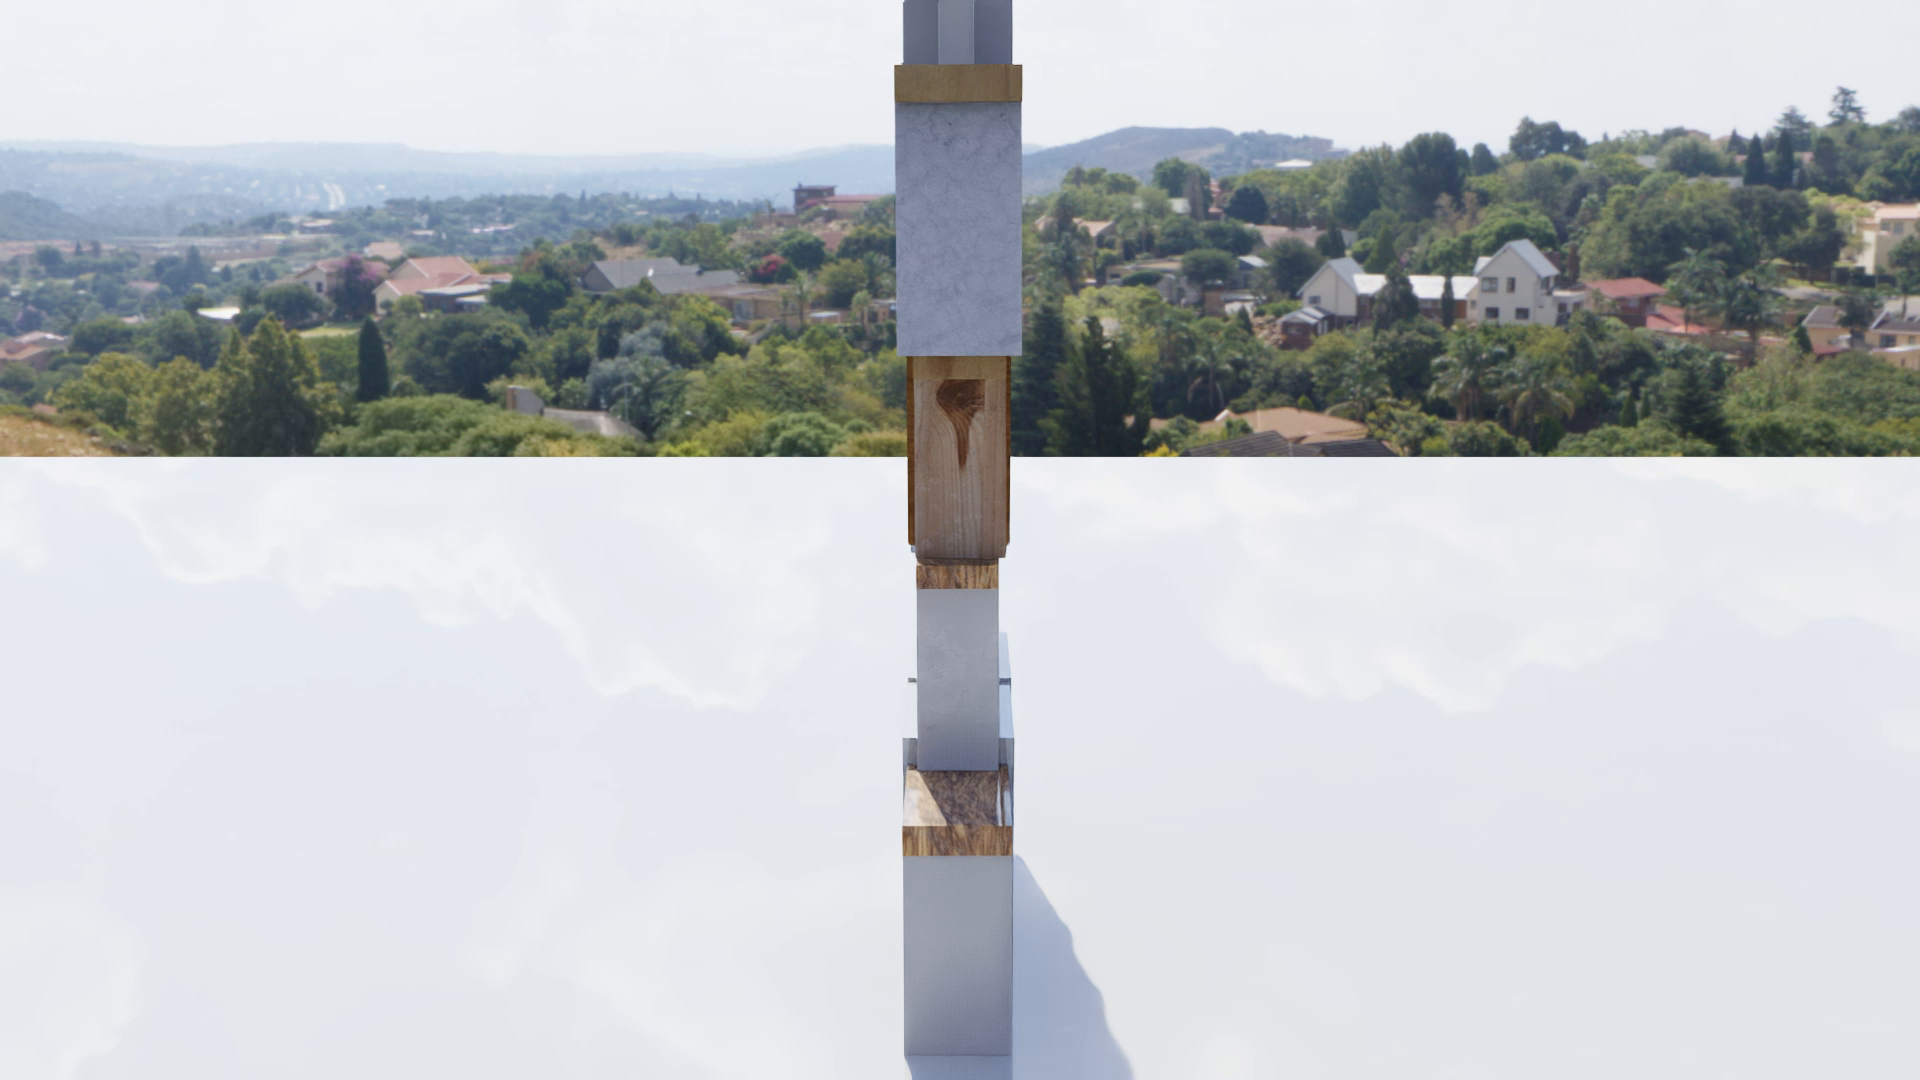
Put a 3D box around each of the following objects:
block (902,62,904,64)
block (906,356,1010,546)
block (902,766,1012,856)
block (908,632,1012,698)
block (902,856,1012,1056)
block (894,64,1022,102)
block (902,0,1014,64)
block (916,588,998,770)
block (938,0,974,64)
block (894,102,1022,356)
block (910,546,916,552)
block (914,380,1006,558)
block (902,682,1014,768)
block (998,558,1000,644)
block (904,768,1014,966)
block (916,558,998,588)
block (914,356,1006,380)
[{"bbox_3d":[-0.005,-0.723,3.461,0.163,0.046,0.327,0,11,0],"label":"block"},{"bbox_3d":[-0.002,-0.154,3.443,0.161,0.321,0.046,0,11,0],"label":"block"},{"bbox_3d":[-0.004,0.377,3.086,0.147,0.042,0.294,0,10,0],"label":"block"},{"bbox_3d":[-0.001,0.216,3.722,0.167,0.047,0.335,0,11,0],"label":"block"},{"bbox_3d":[-0.004,0.561,3.021,0.147,0.294,0.042,0,11,0],"label":"block"},{"bbox_3d":[-0.002,-0.646,3.129,0.173,0.049,0.347,0,10,0],"label":"block"},{"bbox_3d":[-0.003,-0.831,3.102,0.155,0.324,0.044,0,11,0],"label":"block"},{"bbox_3d":[-0.003,0.198,3.190,0.117,0.275,0.033,0,10,0],"label":"block"},{"bbox_3d":[-0.006,-0.695,2.985,0.050,0.099,0.014,0,10,0],"label":"block"},{"bbox_3d":[-0.002,-0.431,3.051,0.173,0.346,0.049,0,10,0],"label":"block"},{"bbox_3d":[-0.002,-0.167,3.658,0.161,0.375,0.046,0,11,0],"label":"block"},{"bbox_3d":[0.000,-0.106,3.171,0.131,0.262,0.037,0,10,0],"label":"block"},{"bbox_3d":[-0.002,0.283,3.391,0.165,0.047,0.329,0,11,0],"label":"block"},{"bbox_3d":[-0.001,0.041,3.783,0.136,0.273,0.039,0,11,0],"label":"block"},{"bbox_3d":[-0.002,0.488,3.318,0.165,0.329,0.047,0,11,0],"label":"block"},{"bbox_3d":[-0.003,0.032,3.239,0.117,0.033,0.235,0,10,0],"label":"block"},{"bbox_3d":[0.000,-0.269,3.229,0.131,0.037,0.262,0,10,0],"label":"block"}]
